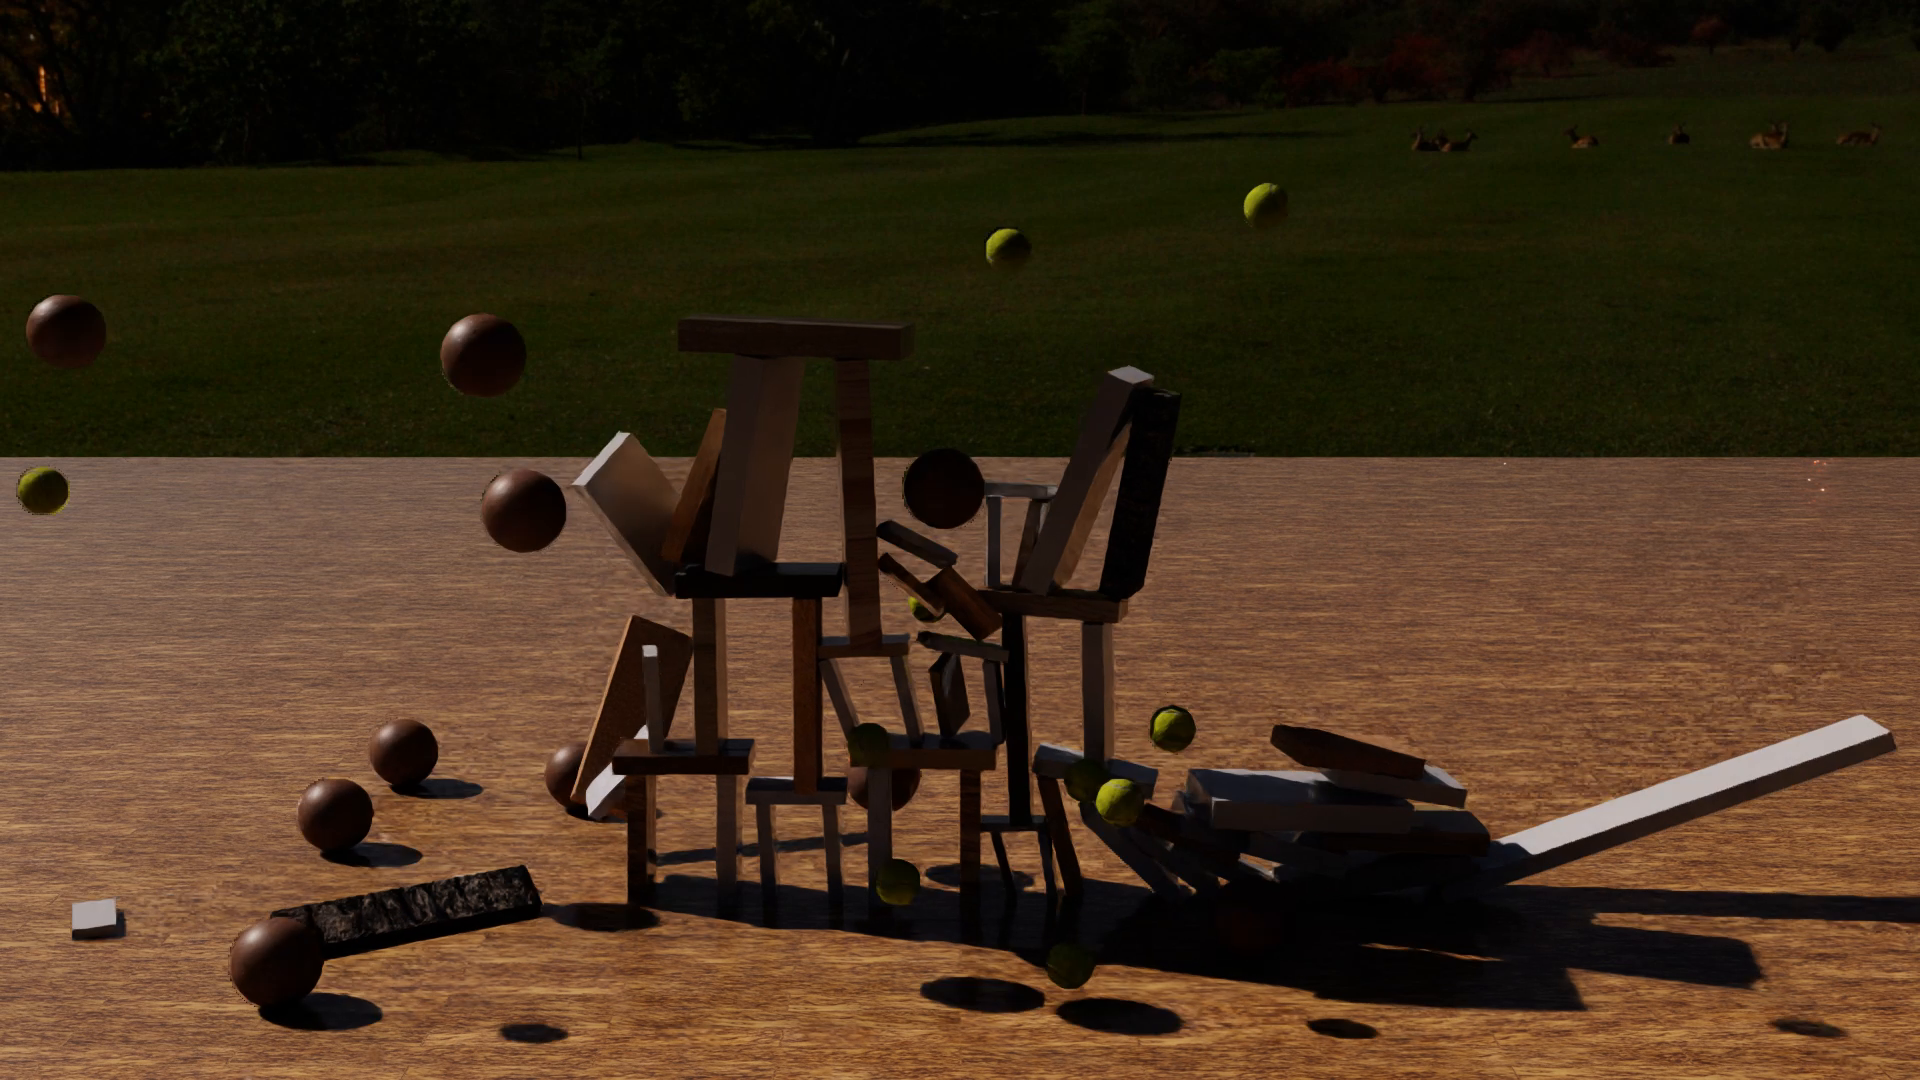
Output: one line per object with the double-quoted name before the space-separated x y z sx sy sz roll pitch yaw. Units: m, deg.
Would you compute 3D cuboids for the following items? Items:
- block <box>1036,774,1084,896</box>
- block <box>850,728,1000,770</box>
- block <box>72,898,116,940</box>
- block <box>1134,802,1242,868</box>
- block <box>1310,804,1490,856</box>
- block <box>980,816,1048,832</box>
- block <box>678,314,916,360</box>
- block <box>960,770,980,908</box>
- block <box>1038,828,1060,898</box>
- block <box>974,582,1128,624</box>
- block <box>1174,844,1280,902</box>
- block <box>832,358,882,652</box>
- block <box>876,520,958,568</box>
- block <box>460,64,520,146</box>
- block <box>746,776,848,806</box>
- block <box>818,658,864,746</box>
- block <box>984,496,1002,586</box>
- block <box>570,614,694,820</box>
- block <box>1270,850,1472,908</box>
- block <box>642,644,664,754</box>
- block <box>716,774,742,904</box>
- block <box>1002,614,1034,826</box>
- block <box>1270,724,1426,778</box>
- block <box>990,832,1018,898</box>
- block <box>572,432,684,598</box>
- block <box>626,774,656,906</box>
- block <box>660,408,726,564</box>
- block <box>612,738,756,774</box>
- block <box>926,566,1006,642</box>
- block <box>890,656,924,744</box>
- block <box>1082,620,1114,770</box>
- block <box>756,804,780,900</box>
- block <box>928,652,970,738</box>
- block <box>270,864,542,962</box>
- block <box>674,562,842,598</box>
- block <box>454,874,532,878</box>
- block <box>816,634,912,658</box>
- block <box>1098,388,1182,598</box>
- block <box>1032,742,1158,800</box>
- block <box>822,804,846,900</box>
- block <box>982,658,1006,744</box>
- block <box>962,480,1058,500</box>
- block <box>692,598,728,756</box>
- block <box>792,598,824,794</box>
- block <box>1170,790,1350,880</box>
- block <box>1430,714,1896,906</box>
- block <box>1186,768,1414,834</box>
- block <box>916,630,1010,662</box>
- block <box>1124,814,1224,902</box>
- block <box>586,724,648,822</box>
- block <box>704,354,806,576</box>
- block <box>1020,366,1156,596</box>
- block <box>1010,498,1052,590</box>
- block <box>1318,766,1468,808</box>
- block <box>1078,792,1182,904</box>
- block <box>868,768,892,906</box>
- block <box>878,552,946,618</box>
"block" 0.166 0.483 3.684 0.029 0.203 0.101 -14 9 2
"block" -0.056 0.343 3.611 0.237 0.034 0.118 1 11 4
"block" -1.388 0.608 3.523 0.065 0.018 0.130 -4 11 -21
"block" 0.380 0.487 3.632 0.175 0.025 0.088 22 9 11
"block" 0.722 0.477 3.646 0.277 0.039 0.139 3 11 -5
"block" 0.089 0.471 3.654 0.110 0.016 0.055 0 6 0
"block" -0.258 -0.326 3.517 0.352 0.050 0.176 3 9 5
"block" 0.017 0.476 3.637 0.034 0.237 0.118 0 11 0
"block" 0.147 0.534 3.659 0.016 0.110 0.055 -9 6 7
"block" 0.151 0.102 3.628 0.240 0.034 0.120 5 6 11
"block" 0.443 0.541 3.661 0.176 0.025 0.088 25 9 -4
"block" -0.166 -0.065 3.544 0.050 0.462 0.176 -3 9 -5
"block" -0.071 0.007 3.568 0.128 0.018 0.064 27 -15 -16
"block" -0.827 -0.767 3.874 0.065 0.130 0.018 20 0 -13
"block" -0.269 0.415 3.643 0.164 0.023 0.082 0 10 1
"block" -0.196 0.257 3.597 0.021 0.147 0.073 -20 8 3
"block" 0.055 0.000 3.640 0.021 0.149 0.074 1 3 -2
"block" -0.584 0.319 3.948 0.127 0.365 0.036 23 -32 -15
"block" 0.681 0.546 3.666 0.308 0.039 0.139 -9 11 0
"block" -0.503 0.261 3.608 0.023 0.162 0.081 -4 11 -8
"block" -0.381 0.481 3.646 0.031 0.221 0.110 1 10 0
"block" 0.096 0.290 3.640 0.034 0.346 0.120 -2 6 5
"block" 0.635 0.346 3.603 0.226 0.032 0.113 8 11 -22
"block" 0.073 0.534 3.658 0.016 0.110 0.055 -15 6 2
"block" -0.517 -0.041 3.610 0.036 0.254 0.127 4 47 45
"block" -0.527 0.481 3.647 0.031 0.221 0.110 1 10 1
"block" -0.403 -0.087 3.576 0.036 0.254 0.127 24 7 16
"block" -0.453 0.357 3.625 0.221 0.031 0.110 0 10 0
"block" 0.007 0.102 3.532 0.064 0.128 0.018 -38 9 50
"block" -0.086 0.253 3.598 0.021 0.147 0.073 -12 10 4
"block" 0.229 0.248 3.634 0.034 0.240 0.120 0 8 12
"block" -0.319 0.508 3.660 0.023 0.164 0.082 -3 10 1
"block" -0.017 0.250 3.601 0.019 0.136 0.068 9 36 27
"block" -0.876 0.590 3.495 0.414 0.023 0.081 -7 45 -32
"block" -0.326 0.065 3.586 0.259 0.037 0.130 0 9 1
"block" -0.786 0.580 3.663 0.130 0.018 0.065 1 14 5
"block" -0.156 0.173 3.582 0.147 0.021 0.073 -2 9 3
"block" 0.297 -0.079 3.611 0.047 0.333 0.167 13 8 12
"block" 0.226 0.384 3.658 0.203 0.029 0.101 12 10 7
"block" -0.209 0.508 3.659 0.023 0.164 0.082 -3 10 1
"block" 0.058 0.259 3.594 0.019 0.136 0.068 -5 10 8
"block" 0.087 -0.083 3.639 0.148 0.021 0.074 4 3 22
"block" -0.409 0.211 3.609 0.037 0.259 0.130 0 9 1
"block" -0.249 0.244 3.611 0.037 0.324 0.130 1 9 1
"block" 0.493 0.485 3.627 0.277 0.039 0.139 15 10 -5
"block" 1.155 0.446 3.651 0.774 0.032 0.113 -20 10 2
"block" 0.553 0.427 3.601 0.333 0.047 0.167 3 12 -10
"block" 0.005 0.171 3.546 0.136 0.019 0.068 11 4 -18
"block" 0.355 0.528 3.657 0.175 0.025 0.088 36 8 -7
"block" -0.574 0.396 3.740 0.023 0.162 0.081 38 12 -26
"block" -0.330 -0.129 3.556 0.050 0.352 0.176 13 12 17
"block" 0.209 -0.099 3.598 0.047 0.375 0.166 25 15 12
"block" 0.119 0.006 3.640 0.021 0.148 0.074 14 9 15
"block" 0.710 0.392 3.630 0.226 0.032 0.113 11 10 -13
"block" 0.282 0.511 3.652 0.203 0.029 0.101 44 7 -8
"block" -0.132 0.475 3.642 0.034 0.237 0.118 0 11 1
"block" -0.078 0.073 3.537 0.128 0.018 0.064 40 -10 5
